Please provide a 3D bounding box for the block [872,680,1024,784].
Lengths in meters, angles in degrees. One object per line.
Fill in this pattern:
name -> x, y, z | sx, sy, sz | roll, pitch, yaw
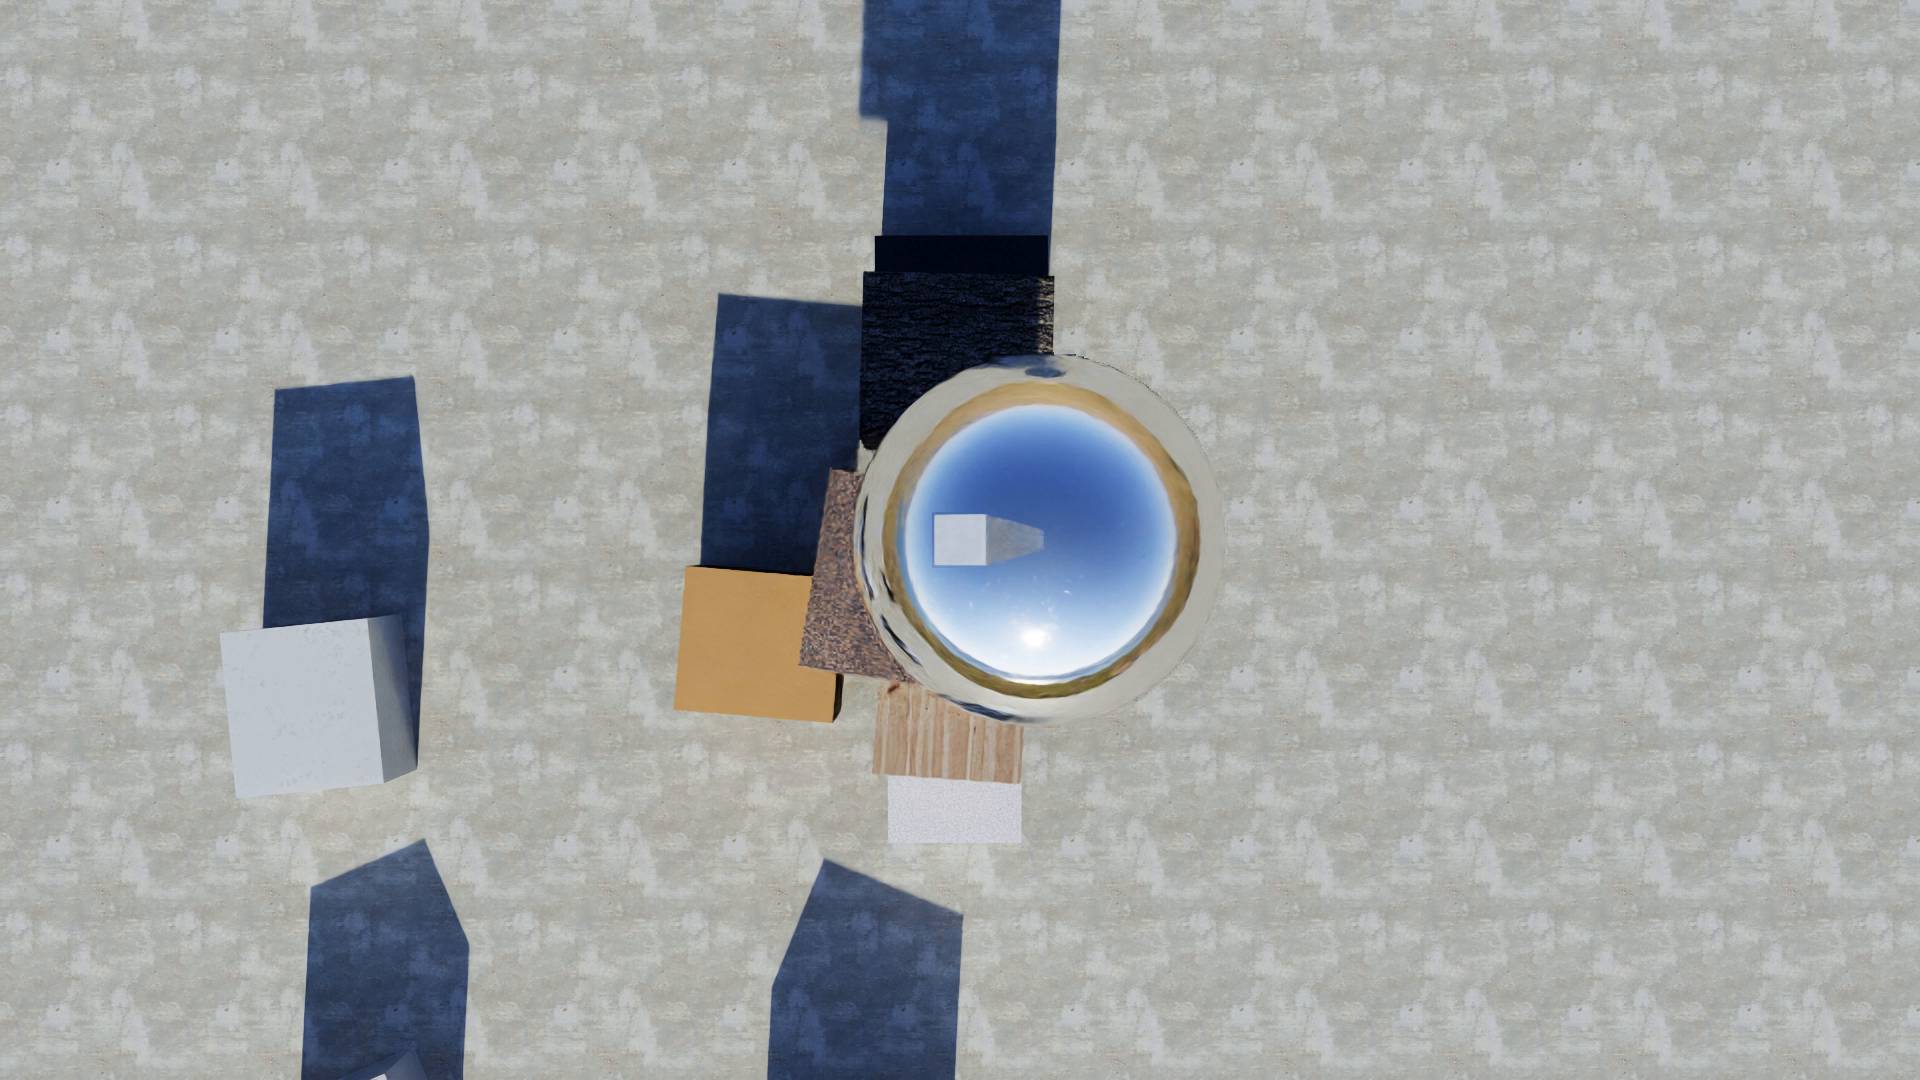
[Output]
block -> -0.043, 0.850, 11.758 | 0.763, 0.898, 0.818 | 4, 86, 0

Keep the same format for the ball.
ball -> 0.336, 0.000, 9.429 | 1.600, 1.600, 1.600 | 0, 90, 0

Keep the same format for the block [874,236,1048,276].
block -> 0.007, -1.221, 12.559 | 0.956, 0.883, 0.914 | 0, 90, 0

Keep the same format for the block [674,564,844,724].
block -> -1.109, 0.577, 12.571 | 0.880, 0.859, 0.796 | 5, 90, 0

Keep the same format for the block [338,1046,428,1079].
block -> -3.432, 3.454, 12.671 | 0.730, 0.658, 0.687 | -23, 90, 0

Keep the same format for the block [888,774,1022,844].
block -> -0.030, 1.326, 12.601 | 0.740, 0.799, 0.711 | 0, 90, 0

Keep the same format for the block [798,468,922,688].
block -> -0.207, 0.240, 10.907 | 0.988, 0.887, 0.950 | 9, 85, 0

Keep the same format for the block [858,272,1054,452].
block -> -0.015, -0.917, 11.645 | 0.977, 0.903, 0.842 | 1, 87, 0

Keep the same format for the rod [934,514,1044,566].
rod -> 0.145, 0.000, 6.035 | 0.080, 5.200, 0.080 | 0, 90, 3

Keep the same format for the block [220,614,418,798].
block -> -3.666, 0.938, 12.623 | 0.827, 0.754, 0.925 | -6, 90, 0
